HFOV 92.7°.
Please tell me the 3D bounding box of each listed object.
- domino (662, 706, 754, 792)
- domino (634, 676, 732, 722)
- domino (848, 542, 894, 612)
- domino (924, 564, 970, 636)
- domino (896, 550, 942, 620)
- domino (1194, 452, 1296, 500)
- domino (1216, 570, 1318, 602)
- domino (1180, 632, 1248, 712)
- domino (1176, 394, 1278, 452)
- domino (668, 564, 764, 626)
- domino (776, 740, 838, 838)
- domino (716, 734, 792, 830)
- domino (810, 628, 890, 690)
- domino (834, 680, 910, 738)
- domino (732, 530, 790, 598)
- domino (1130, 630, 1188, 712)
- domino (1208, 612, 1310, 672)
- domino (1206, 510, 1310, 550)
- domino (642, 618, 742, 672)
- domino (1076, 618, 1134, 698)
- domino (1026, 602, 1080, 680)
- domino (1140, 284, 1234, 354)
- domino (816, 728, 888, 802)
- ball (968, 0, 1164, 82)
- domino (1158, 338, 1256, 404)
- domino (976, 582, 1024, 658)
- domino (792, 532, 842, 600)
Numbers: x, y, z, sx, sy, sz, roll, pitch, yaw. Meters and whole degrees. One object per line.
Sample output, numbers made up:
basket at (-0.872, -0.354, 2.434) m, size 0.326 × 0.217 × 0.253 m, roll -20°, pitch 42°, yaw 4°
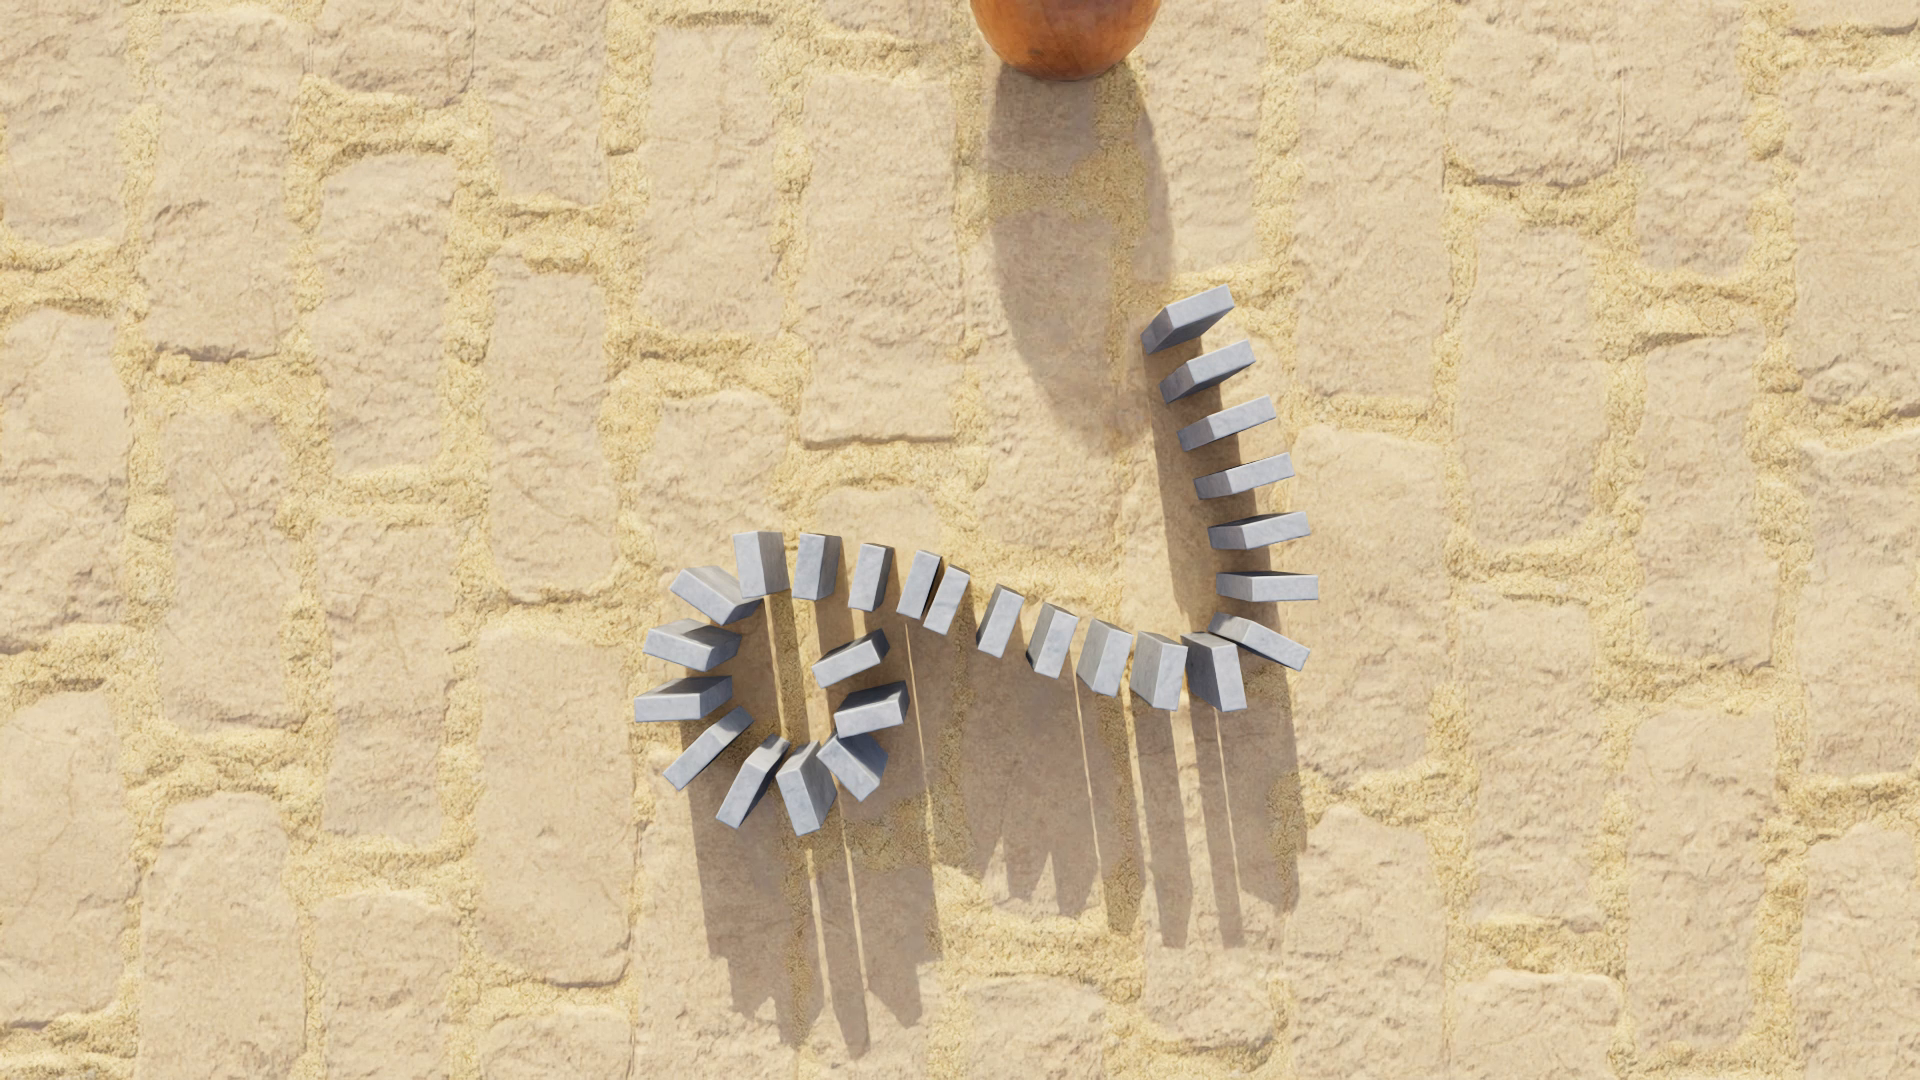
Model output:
domino at (-0.102, 0.084, 0.375) m, size 0.025 × 0.050 × 0.010 m, roll -44°, pitch 90°, yaw 0°
domino at (-0.112, 0.064, 0.375) m, size 0.025 × 0.050 × 0.010 m, roll -3°, pitch 90°, yaw 0°
domino at (-0.036, 0.014, 0.375) m, size 0.009 × 0.050 × 0.025 m, roll 12°, pitch 90°, yaw 0°
domino at (-0.005, 0.023, 0.375) m, size 0.009 × 0.050 × 0.025 m, roll 23°, pitch 90°, yaw 0°
domino at (-0.016, 0.017, 0.375) m, size 0.010 × 0.050 × 0.025 m, roll 19°, pitch 90°, yaw 0°
domino at (0.115, -0.026, 0.375) m, size 0.025 × 0.050 × 0.009 m, roll -17°, pitch 90°, yaw 0°
domino at (0.124, 0.019, 0.375) m, size 0.025 × 0.050 × 0.010 m, roll -2°, pitch 90°, yaw 0°
domino at (0.103, 0.053, 0.375) m, size 0.009 × 0.050 × 0.025 m, roll -10°, pitch 90°, yaw 0°
domino at (0.108, -0.047, 0.375) m, size 0.025 × 0.050 × 0.010 m, roll -20°, pitch 90°, yaw 0°
domino at (-0.098, 0.022, 0.375) m, size 0.025 × 0.050 × 0.009 m, roll 35°, pitch 90°, yaw 0°
domino at (-0.062, 0.100, 0.375) m, size 0.009 × 0.050 × 0.025 m, roll -19°, pitch 90°, yaw 0°
domino at (-0.084, 0.097, 0.375) m, size 0.010 × 0.050 × 0.025 m, roll 28°, pitch 90°, yaw 0°
domino at (-0.044, 0.048, 0.375) m, size 0.025 × 0.050 × 0.009 m, roll -24°, pitch 90°, yaw 0°
domino at (-0.035, 0.069, 0.375) m, size 0.025 × 0.050 × 0.010 m, roll -13°, pitch 90°, yaw 0°
domino at (-0.080, 0.010, 0.375) m, size 0.009 × 0.050 × 0.025 m, roll -9°, pitch 90°, yaw 0°
domino at (0.080, 0.052, 0.375) m, size 0.009 × 0.050 × 0.025 m, roll 9°, pitch 90°, yaw 0°
domino at (0.121, 0.041, 0.375) m, size 0.025 × 0.050 × 0.010 m, roll 26°, pitch 90°, yaw 0°
domino at (0.121, -0.004, 0.375) m, size 0.025 × 0.050 × 0.010 m, roll -13°, pitch 90°, yaw 0°
domino at (-0.108, 0.042, 0.375) m, size 0.025 × 0.050 × 0.010 m, roll 18°, pitch 90°, yaw 0°
domino at (0.058, 0.047, 0.375) m, size 0.009 × 0.050 × 0.025 m, roll 17°, pitch 90°, yaw 0°
domino at (0.037, 0.040, 0.375) m, size 0.009 × 0.050 × 0.025 m, roll 19°, pitch 90°, yaw 0°
domino at (0.092, -0.089, 0.375) m, size 0.025 × 0.050 × 0.009 m, roll -20°, pitch 90°, yaw 0°
domino at (-0.043, 0.088, 0.375) m, size 0.009 × 0.050 × 0.025 m, roll -43°, pitch 90°, yaw 0°
ball at (0.042, -0.224, 0.360) m, size 0.080 × 0.080 × 0.080 m, roll 0°, pitch 90°, yaw 0°
domino at (0.100, -0.068, 0.375) m, size 0.025 × 0.050 × 0.009 m, roll -21°, pitch 90°, yaw 0°
domino at (0.016, 0.032, 0.375) m, size 0.010 × 0.050 × 0.025 m, roll 22°, pitch 90°, yaw 0°
domino at (-0.058, 0.010, 0.375) m, size 0.010 × 0.050 × 0.025 m, roll 8°, pitch 90°, yaw 0°
